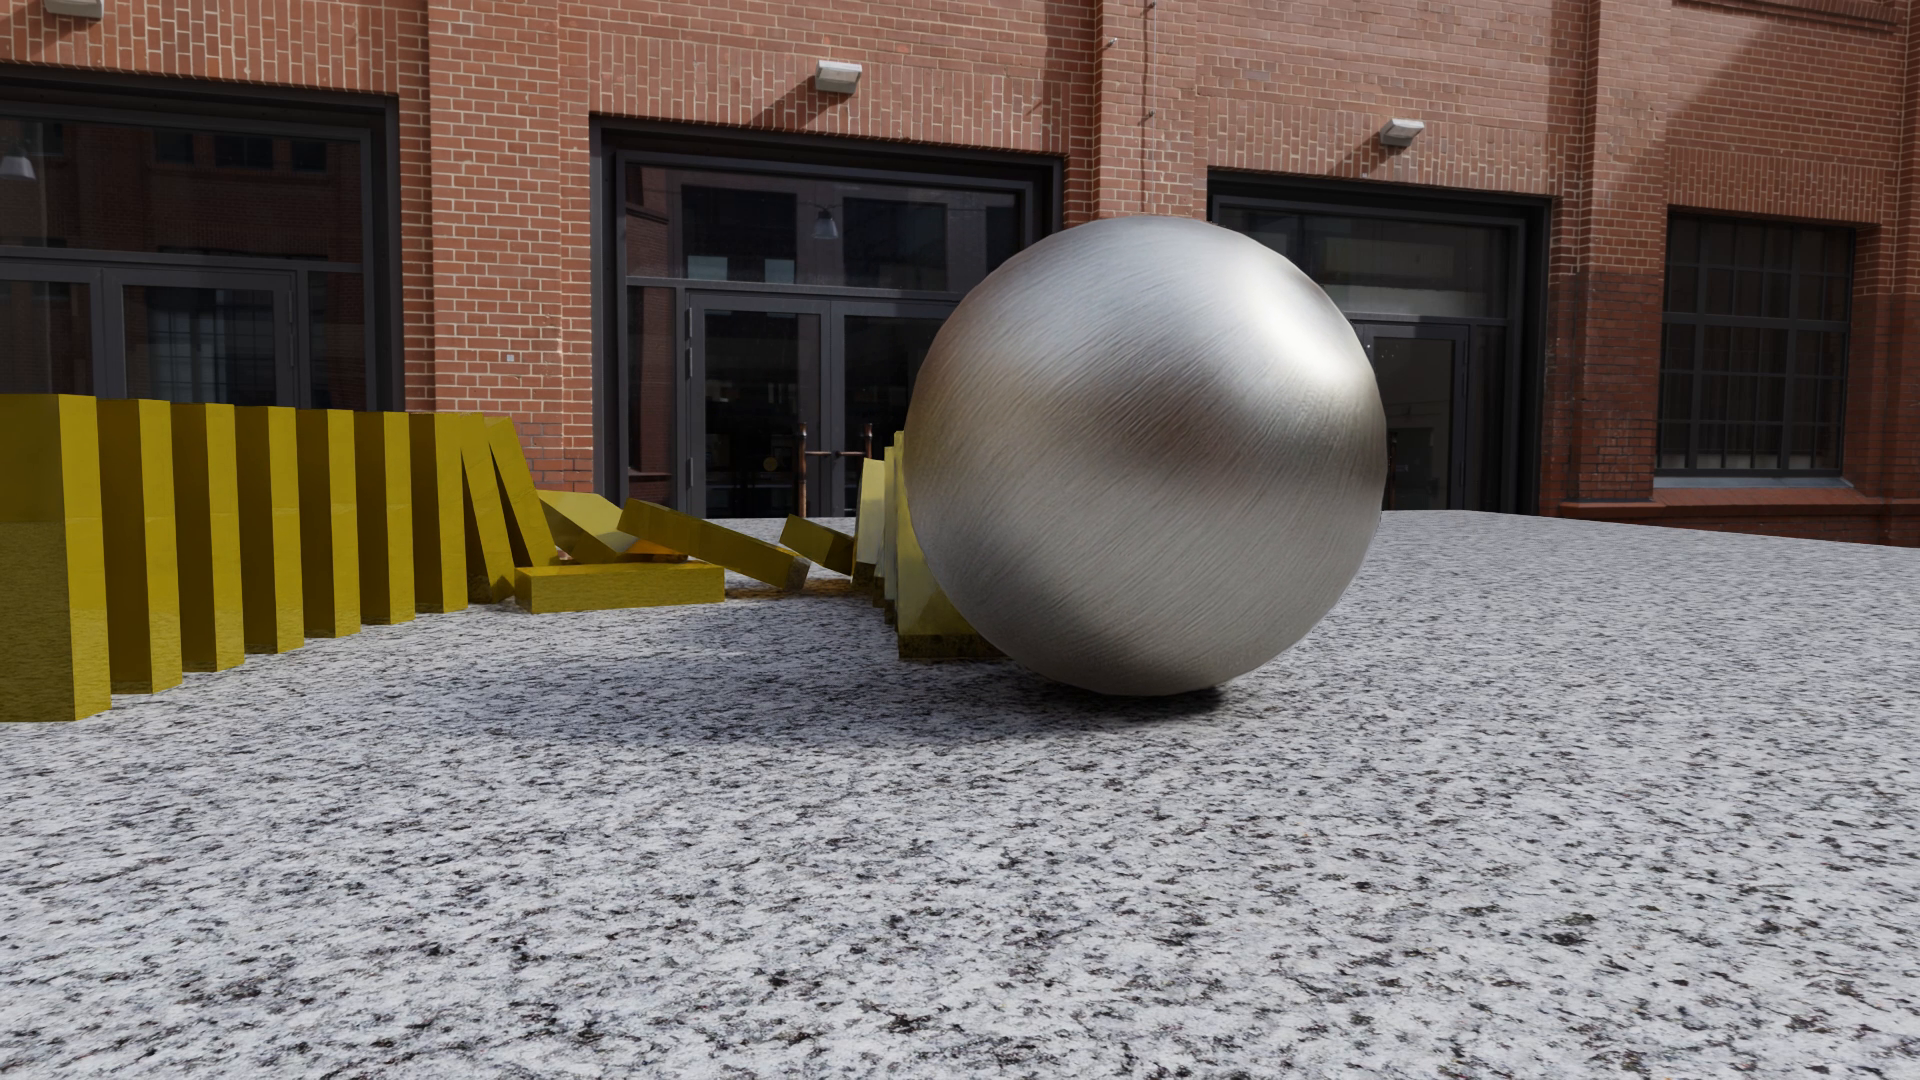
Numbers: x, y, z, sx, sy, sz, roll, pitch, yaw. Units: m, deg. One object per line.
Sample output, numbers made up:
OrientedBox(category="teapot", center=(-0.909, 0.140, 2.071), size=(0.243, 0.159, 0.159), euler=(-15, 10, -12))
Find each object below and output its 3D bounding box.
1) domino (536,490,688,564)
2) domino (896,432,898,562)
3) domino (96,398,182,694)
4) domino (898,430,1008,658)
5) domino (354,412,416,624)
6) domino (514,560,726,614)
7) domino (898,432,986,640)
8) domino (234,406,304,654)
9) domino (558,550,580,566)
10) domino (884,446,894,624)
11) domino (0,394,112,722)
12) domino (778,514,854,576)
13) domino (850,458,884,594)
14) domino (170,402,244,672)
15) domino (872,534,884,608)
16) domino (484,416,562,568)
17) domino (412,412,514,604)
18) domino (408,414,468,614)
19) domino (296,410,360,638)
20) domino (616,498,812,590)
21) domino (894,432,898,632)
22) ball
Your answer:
OrientedBox(category="domino", center=(-0.106, -0.001, 0.381), size=(0.050, 0.010, 0.025), euler=(28, 16, 37))
OrientedBox(category="domino", center=(-0.001, -0.001, 0.277), size=(0.025, 0.050, 0.009), euler=(0, -34, -3))
OrientedBox(category="domino", center=(-0.150, 0.001, 0.221), size=(0.025, 0.050, 0.010), euler=(0, 4, -4))
OrientedBox(category="domino", center=(0.000, 0.000, 0.265), size=(0.025, 0.050, 0.009), euler=(0, -34, -3))
OrientedBox(category="domino", center=(-0.145, -0.005, 0.307), size=(0.025, 0.050, 0.010), euler=(1, 4, 11))
OrientedBox(category="domino", center=(-0.091, 0.012, 0.344), size=(0.050, 0.009, 0.025), euler=(-2, 5, -28))
OrientedBox(category="domino", center=(-0.001, -0.002, 0.289), size=(0.025, 0.050, 0.010), euler=(0, -34, -3))
OrientedBox(category="domino", center=(-0.151, -0.002, 0.264), size=(0.025, 0.050, 0.010), euler=(0, 4, 3))
OrientedBox(category="domino", center=(-0.129, 0.009, 0.388), size=(0.050, 0.009, 0.025), euler=(2, 5, 26))
OrientedBox(category="domino", center=(-0.006, -0.002, 0.316), size=(0.025, 0.010, 0.050), euler=(0, 49, -3))
OrientedBox(category="domino", center=(-0.149, 0.003, 0.199), size=(0.025, 0.050, 0.010), euler=(0, 4, -4))
OrientedBox(category="domino", center=(-0.034, 0.004, 0.379), size=(0.025, 0.009, 0.050), euler=(21, 0, -23))
OrientedBox(category="domino", center=(-0.016, -0.003, 0.355), size=(0.025, 0.010, 0.050), euler=(10, 35, -8))
OrientedBox(category="domino", center=(-0.151, -0.001, 0.242), size=(0.025, 0.050, 0.009), euler=(0, 4, -1))
OrientedBox(category="domino", center=(-0.007, 0.000, 0.335), size=(0.025, 0.009, 0.050), euler=(5, 35, 2))
OrientedBox(category="domino", center=(-0.129, -0.009, 0.356), size=(0.025, 0.050, 0.009), euler=(2, 27, 29))
OrientedBox(category="domino", center=(-0.135, -0.009, 0.343), size=(0.025, 0.050, 0.009), euler=(2, 18, 25))
OrientedBox(category="domino", center=(-0.140, -0.007, 0.327), size=(0.025, 0.050, 0.010), euler=(1, 6, 16))
OrientedBox(category="domino", center=(-0.149, -0.004, 0.285), size=(0.025, 0.050, 0.010), euler=(1, 4, 7))
OrientedBox(category="domino", center=(-0.069, 0.001, 0.366), size=(0.050, 0.009, 0.025), euler=(19, -1, 6))
OrientedBox(category="domino", center=(-0.003, -0.003, 0.301), size=(0.025, 0.050, 0.010), euler=(0, -34, -3))
OrientedBox(category="ball", center=(0.030, -0.014, 0.217), size=(0.080, 0.080, 0.080), euler=(0, 4, 0))
